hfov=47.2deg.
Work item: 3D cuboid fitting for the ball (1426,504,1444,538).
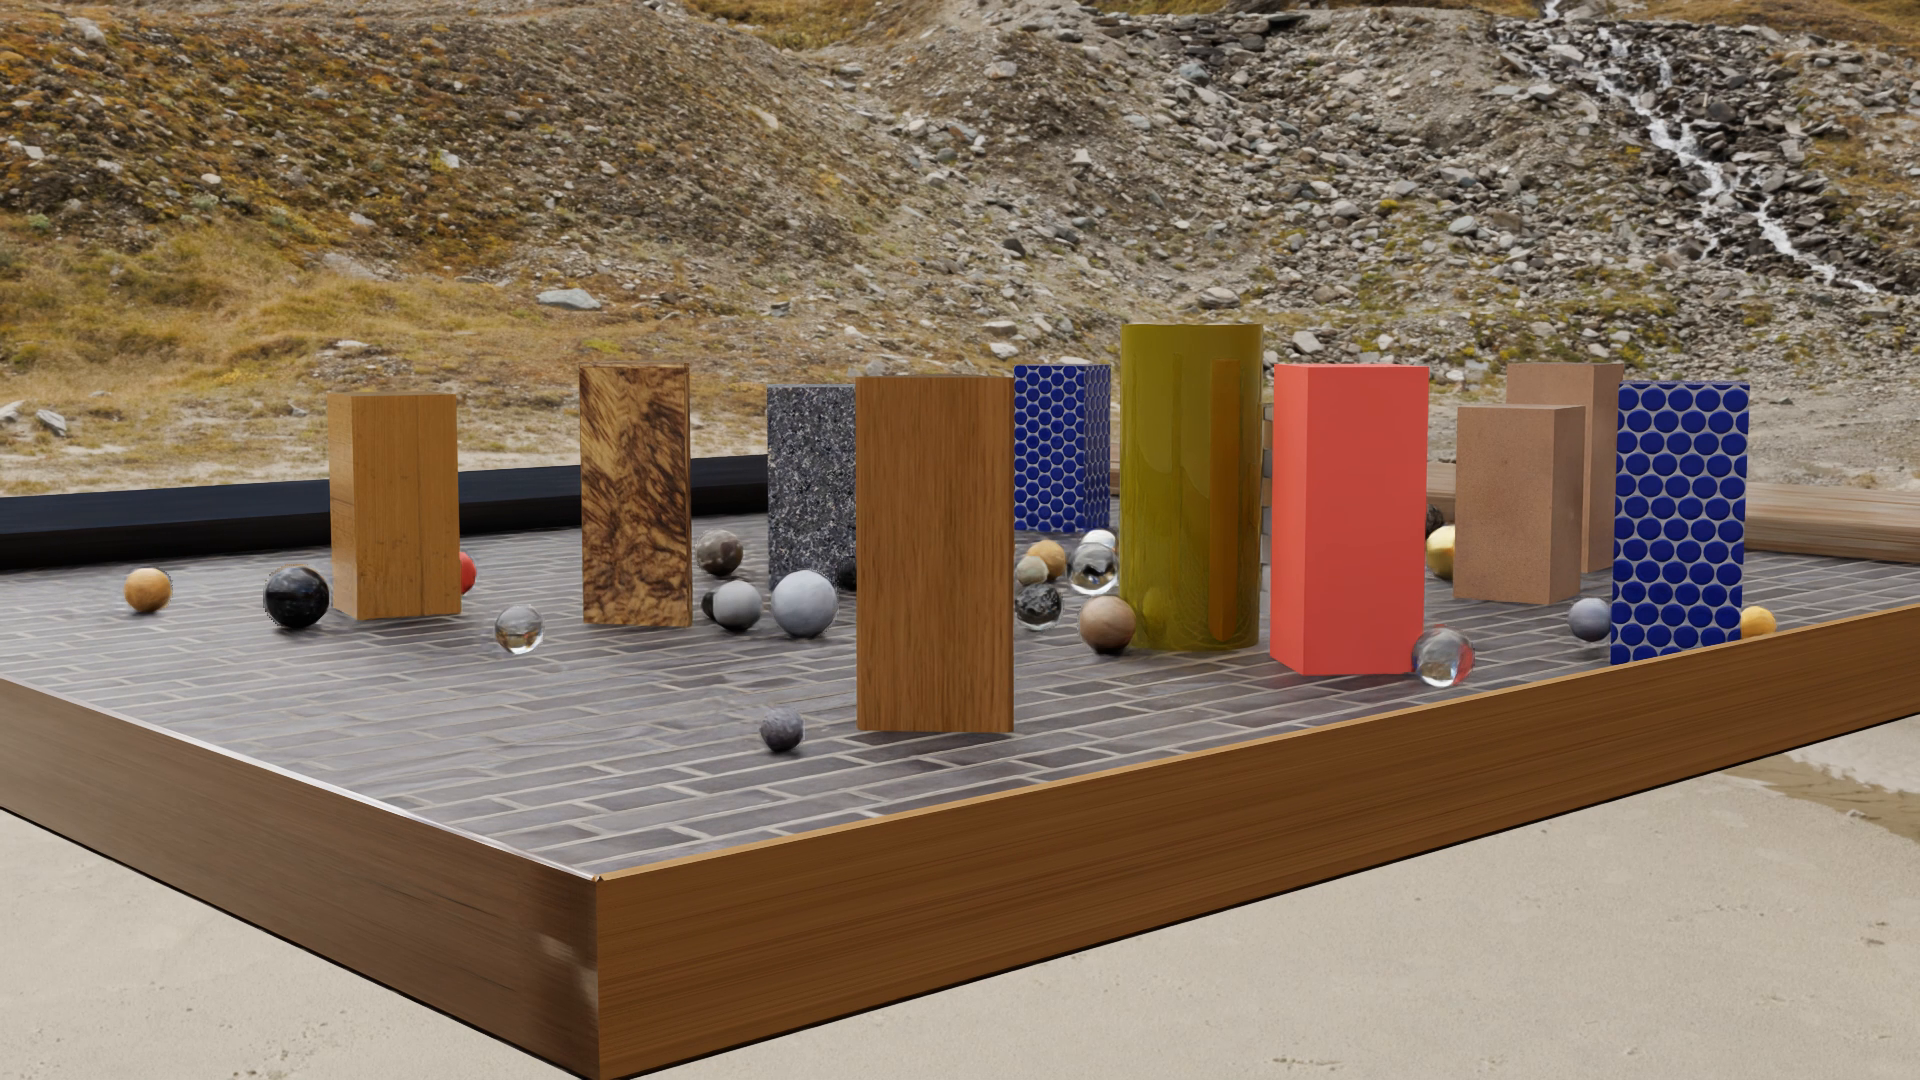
[{"bbox_3d":[0.857,-0.026,4.077,0.083,0.083,0.083,0,6,0],"label":"ball"}]

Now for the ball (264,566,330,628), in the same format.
[{"bbox_3d":[-0.921,0.079,3.058,0.087,0.087,0.087,0,6,0],"label":"ball"}]

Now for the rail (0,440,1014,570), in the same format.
[{"bbox_3d":[-0.932,-0.075,4.337,3.141,0.122,0.045,-6,8,-42],"label":"rail"}]

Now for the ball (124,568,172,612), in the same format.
[{"bbox_3d":[-1.190,0.073,3.220,0.066,0.066,0.066,0,6,0],"label":"ball"}]

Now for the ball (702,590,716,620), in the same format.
[{"bbox_3d":[-0.348,0.092,3.148,0.043,0.043,0.043,0,6,0],"label":"ball"}]

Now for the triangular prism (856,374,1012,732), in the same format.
[{"bbox_3d":[-0.021,0.009,2.370,0.163,0.372,0.141,0,6,4],"label":"triangular prism"}]

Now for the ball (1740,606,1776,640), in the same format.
[{"bbox_3d":[1.051,0.114,2.905,0.051,0.051,0.051,0,6,0],"label":"ball"}]

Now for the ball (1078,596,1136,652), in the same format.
[{"bbox_3d":[0.190,0.109,2.842,0.075,0.075,0.075,0,6,0],"label":"ball"}]

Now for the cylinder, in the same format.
[{"bbox_3d":[0.306,-0.075,2.926,0.188,0.422,0.188,0,6,0],"label":"cylinder"}]

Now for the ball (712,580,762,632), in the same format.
[{"bbox_3d":[-0.307,0.091,3.033,0.069,0.069,0.069,0,6,0],"label":"ball"}]

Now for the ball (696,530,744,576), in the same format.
[{"bbox_3d":[-0.399,0.021,3.658,0.077,0.077,0.077,0,6,0],"label":"ball"}]

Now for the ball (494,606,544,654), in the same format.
[{"bbox_3d":[-0.568,0.115,2.835,0.063,0.063,0.063,0,6,0],"label":"ball"}]

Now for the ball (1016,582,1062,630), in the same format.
[{"bbox_3d":[0.109,0.092,3.042,0.066,0.066,0.066,0,6,0],"label":"ball"}]

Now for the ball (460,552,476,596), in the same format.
[{"bbox_3d":[-0.782,0.052,3.388,0.073,0.073,0.073,0,6,0],"label":"ball"}]

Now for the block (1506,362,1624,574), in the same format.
[{"bbox_3d":[1.036,-0.129,3.781,0.150,0.348,0.150,4,7,35],"label":"block"}]

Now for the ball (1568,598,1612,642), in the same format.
[{"bbox_3d":[0.820,0.103,2.856,0.058,0.058,0.058,0,6,0],"label":"ball"}]

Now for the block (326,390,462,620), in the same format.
[{"bbox_3d":[-0.831,-0.055,3.228,0.150,0.319,0.150,-3,7,-29],"label":"block"}]

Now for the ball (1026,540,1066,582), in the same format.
[{"bbox_3d":[0.140,0.034,3.585,0.066,0.066,0.066,0,6,0],"label":"ball"}]

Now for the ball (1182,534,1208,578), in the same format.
[{"bbox_3d":[0.375,0.026,3.631,0.072,0.072,0.072,0,6,0],"label":"ball"}]

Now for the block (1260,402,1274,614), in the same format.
[{"bbox_3d":[0.487,-0.050,3.269,0.150,0.300,0.150,-4,7,-31],"label":"block"}]

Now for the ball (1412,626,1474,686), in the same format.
[{"bbox_3d":[0.567,0.137,2.587,0.071,0.071,0.071,0,6,0],"label":"ball"}]

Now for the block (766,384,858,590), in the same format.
[{"bbox_3d":[-0.234,-0.089,3.545,0.150,0.319,0.150,-1,6,-5],"label":"block"}]

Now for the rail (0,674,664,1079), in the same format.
[{"bbox_3d":[-1.137,0.142,2.289,0.045,0.122,2.796,-6,8,-42],"label":"rail"}]

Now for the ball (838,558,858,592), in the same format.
[{"bbox_3d":[-0.167,0.055,3.459,0.051,0.051,0.051,0,6,0],"label":"ball"}]

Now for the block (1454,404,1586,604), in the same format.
[{"bbox_3d":[0.862,-0.059,3.389,0.150,0.293,0.150,4,7,33],"label":"block"}]

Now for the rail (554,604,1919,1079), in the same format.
[{"bbox_3d":[0.932,0.138,2.328,3.141,0.122,0.045,-6,8,-42],"label":"rail"}]

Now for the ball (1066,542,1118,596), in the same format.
[{"bbox_3d":[0.205,0.044,3.408,0.083,0.083,0.083,0,6,0],"label":"ball"}]

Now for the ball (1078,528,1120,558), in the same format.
[{"bbox_3d":[0.236,0.018,3.694,0.075,0.075,0.075,0,6,0],"label":"ball"}]

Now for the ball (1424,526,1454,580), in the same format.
[{"bbox_3d":[0.803,0.021,3.595,0.090,0.090,0.090,0,6,0],"label":"ball"}]

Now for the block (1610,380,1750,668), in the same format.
[{"bbox_3d":[0.897,-0.020,2.744,0.150,0.352,0.150,2,6,18],"label":"block"}]

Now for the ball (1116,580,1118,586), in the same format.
[{"bbox_3d":[0.270,0.050,3.443,0.065,0.065,0.065,0,6,0],"label":"ball"}]

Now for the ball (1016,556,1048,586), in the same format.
[{"bbox_3d":[0.114,0.051,3.493,0.052,0.052,0.052,0,6,0],"label":"ball"}]

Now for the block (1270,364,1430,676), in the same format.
[{"bbox_3d":[0.481,-0.030,2.733,0.150,0.373,0.150,-1,6,-7],"label":"block"}]

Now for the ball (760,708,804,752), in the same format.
[{"bbox_3d":[-0.179,0.191,2.211,0.044,0.044,0.044,0,6,0],"label":"ball"}]

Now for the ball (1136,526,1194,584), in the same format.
[{"bbox_3d":[0.331,0.024,3.556,0.093,0.093,0.093,0,6,0],"label":"ball"}]

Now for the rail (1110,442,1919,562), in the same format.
[{"bbox_3d":[1.137,-0.079,4.375,0.045,0.122,2.796,-6,8,-42],"label":"rail"}]

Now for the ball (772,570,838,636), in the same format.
[{"bbox_3d":[-0.211,0.086,2.980,0.090,0.090,0.090,0,6,0],"label":"ball"}]

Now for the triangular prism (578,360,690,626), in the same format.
[{"bbox_3d":[-0.438,-0.071,3.143,0.163,0.368,0.141,2,6,14],"label":"triangular prism"}]

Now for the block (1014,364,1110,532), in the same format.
[{"bbox_3d":[0.206,-0.188,4.435,0.150,0.329,0.150,3,7,24],"label":"block"}]
